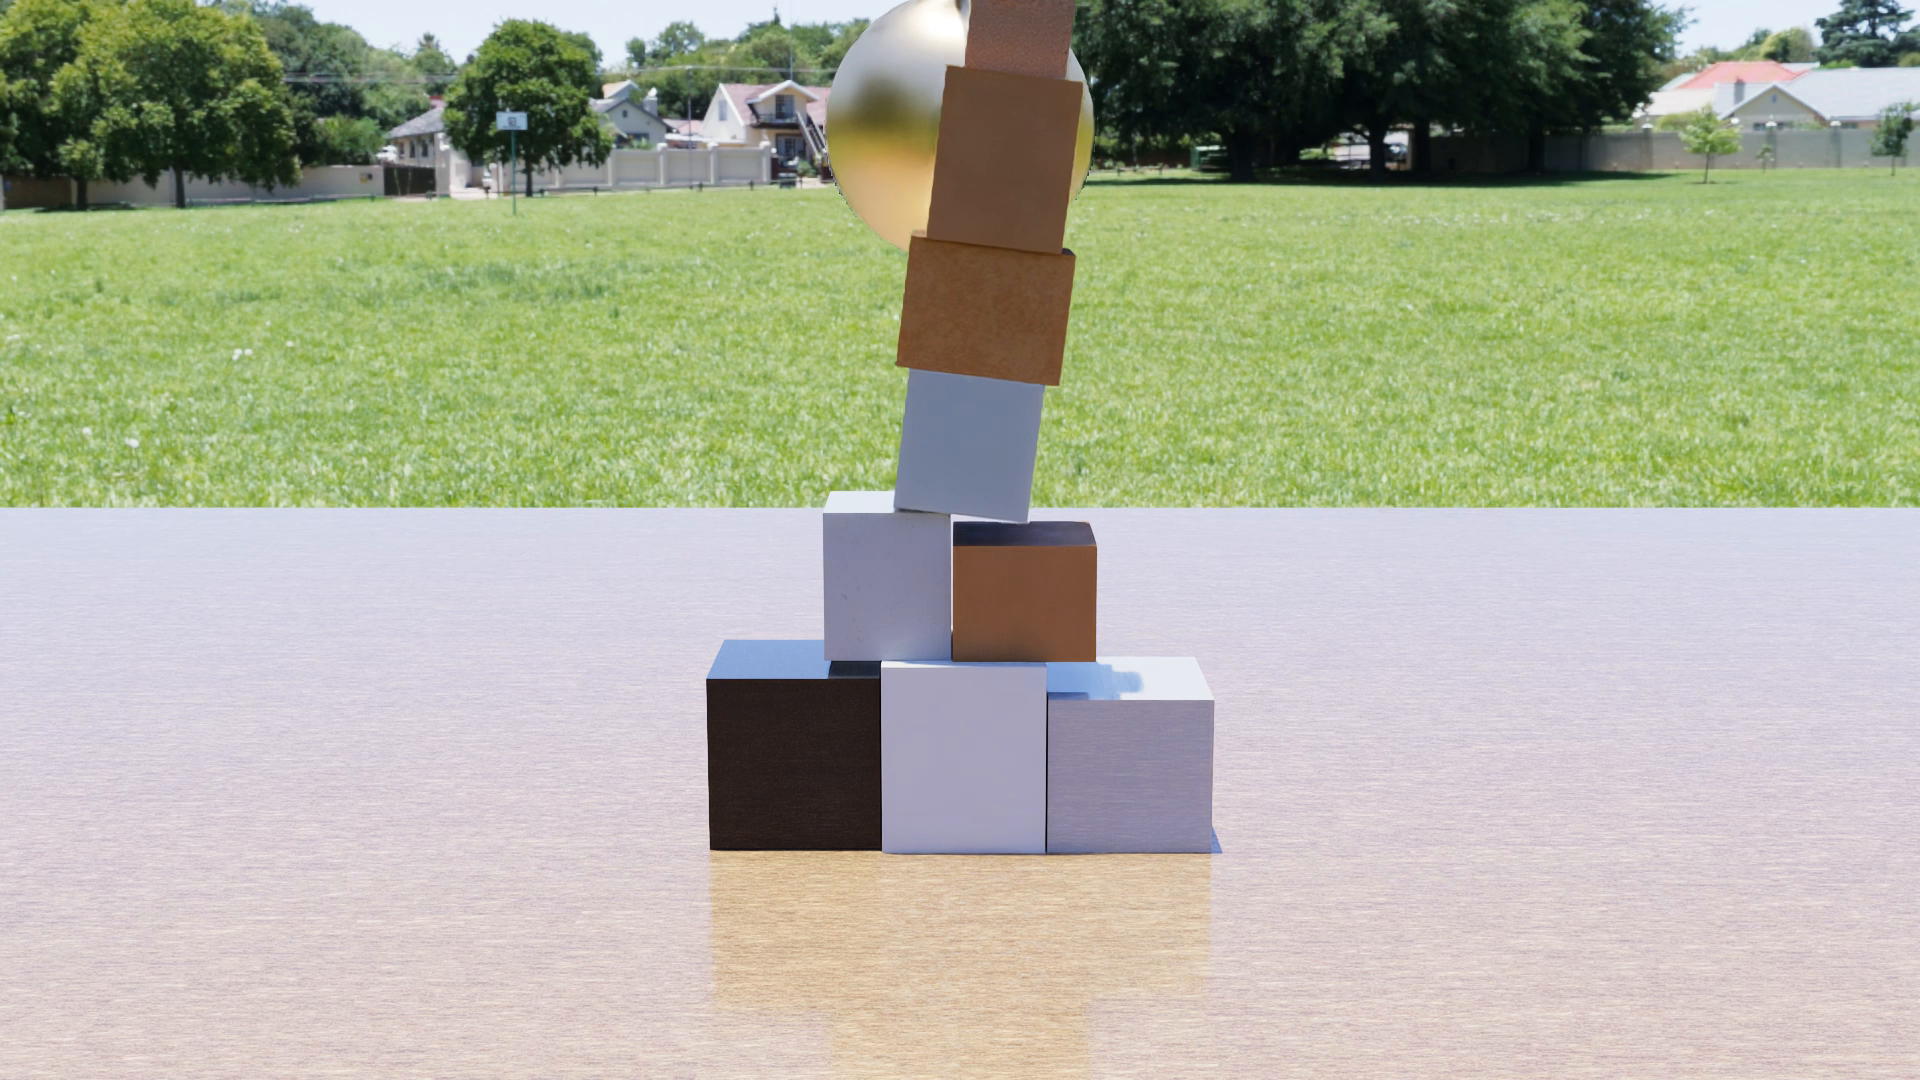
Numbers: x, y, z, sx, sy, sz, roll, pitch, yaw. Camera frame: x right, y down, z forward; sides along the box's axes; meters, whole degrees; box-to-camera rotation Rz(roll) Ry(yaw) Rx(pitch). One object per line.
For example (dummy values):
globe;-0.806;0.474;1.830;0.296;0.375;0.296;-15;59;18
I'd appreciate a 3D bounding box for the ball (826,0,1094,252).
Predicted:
ball;0.000;-2.448;13.068;1.600;1.600;1.600;0;10;0

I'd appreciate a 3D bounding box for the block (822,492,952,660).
block;-0.360;0.173;11.202;0.629;0.746;0.674;0;10;0

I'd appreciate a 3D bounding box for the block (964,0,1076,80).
block;0.290;-2.505;10.739;0.493;0.474;0.430;7;10;-1

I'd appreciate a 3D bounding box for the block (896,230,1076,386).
block;0.123;-1.170;10.977;0.800;0.633;0.771;7;10;-1

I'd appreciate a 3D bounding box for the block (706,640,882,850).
block;-0.827;1.041;11.371;0.857;0.883;0.865;0;10;0

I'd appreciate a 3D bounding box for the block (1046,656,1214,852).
block;0.845;1.092;11.366;0.820;0.785;0.919;0;10;0

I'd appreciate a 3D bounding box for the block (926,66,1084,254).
block;0.211;-1.871;10.823;0.652;0.812;0.775;7;10;-1

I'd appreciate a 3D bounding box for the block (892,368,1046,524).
block;0.042;-0.523;11.075;0.662;0.686;0.745;7;10;-1

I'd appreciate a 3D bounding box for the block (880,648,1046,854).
block;0.019;1.009;11.353;0.814;0.953;0.947;0;10;0

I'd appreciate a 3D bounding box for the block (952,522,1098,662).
block;0.319;0.253;11.209;0.711;0.585;0.722;0;10;0
